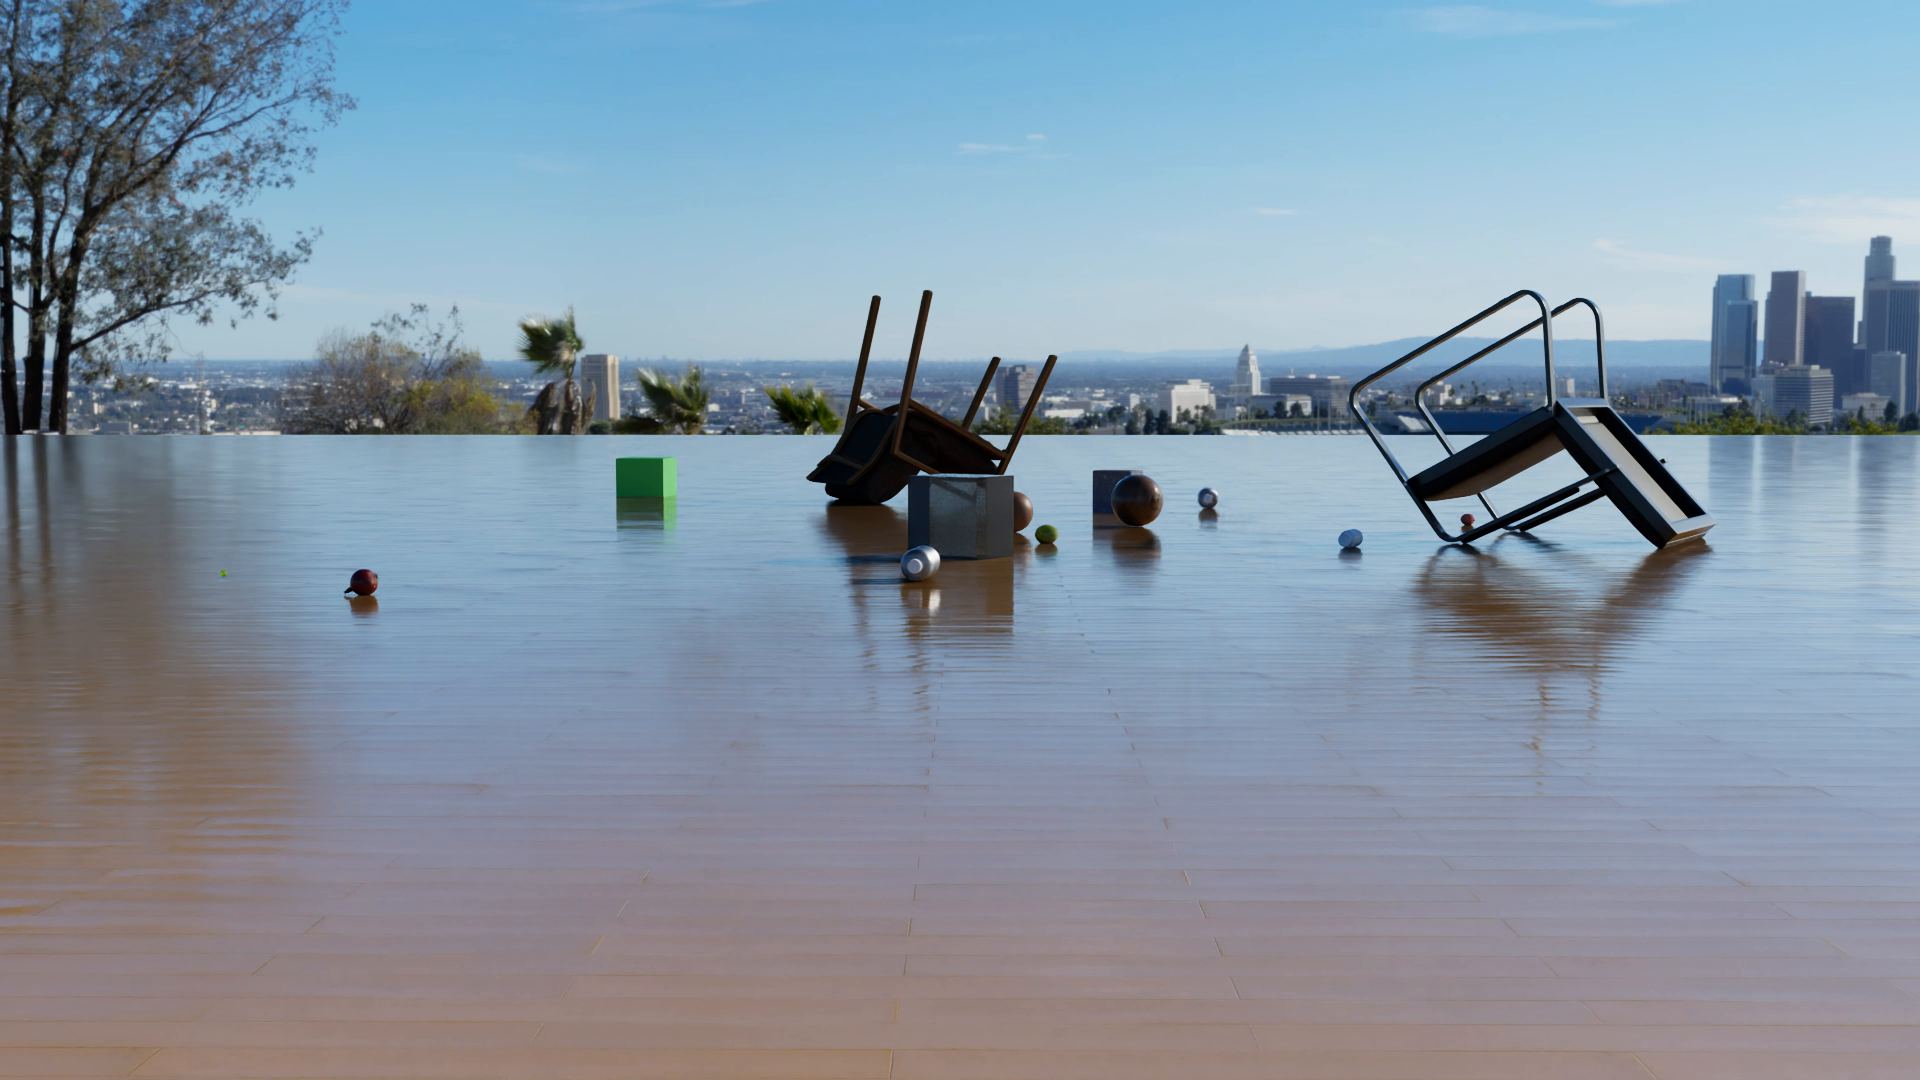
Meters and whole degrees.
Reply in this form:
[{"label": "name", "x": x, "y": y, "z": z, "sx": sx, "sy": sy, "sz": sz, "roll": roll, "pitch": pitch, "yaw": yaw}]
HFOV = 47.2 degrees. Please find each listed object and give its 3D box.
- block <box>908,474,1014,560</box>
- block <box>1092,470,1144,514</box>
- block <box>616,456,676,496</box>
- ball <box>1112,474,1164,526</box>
[{"label": "block", "x": 0.003, "y": -0.064, "z": 5.892, "sx": 0.220, "sy": 0.218, "sz": 0.180, "roll": 3, "pitch": 5, "yaw": 34}, {"label": "block", "x": 0.575, "y": -0.177, "z": 8.015, "sx": 0.150, "sy": 0.153, "sz": 0.112, "roll": 2, "pitch": 4, "yaw": 28}, {"label": "block", "x": -1.321, "y": -0.267, "z": 9.264, "sx": 0.204, "sy": 0.160, "sz": 0.197, "roll": 1, "pitch": 4, "yaw": 9}, {"label": "ball", "x": 0.580, "y": -0.130, "z": 7.189, "sx": 0.171, "sy": 0.171, "sz": 0.171, "roll": 0, "pitch": 4, "yaw": 0}]
